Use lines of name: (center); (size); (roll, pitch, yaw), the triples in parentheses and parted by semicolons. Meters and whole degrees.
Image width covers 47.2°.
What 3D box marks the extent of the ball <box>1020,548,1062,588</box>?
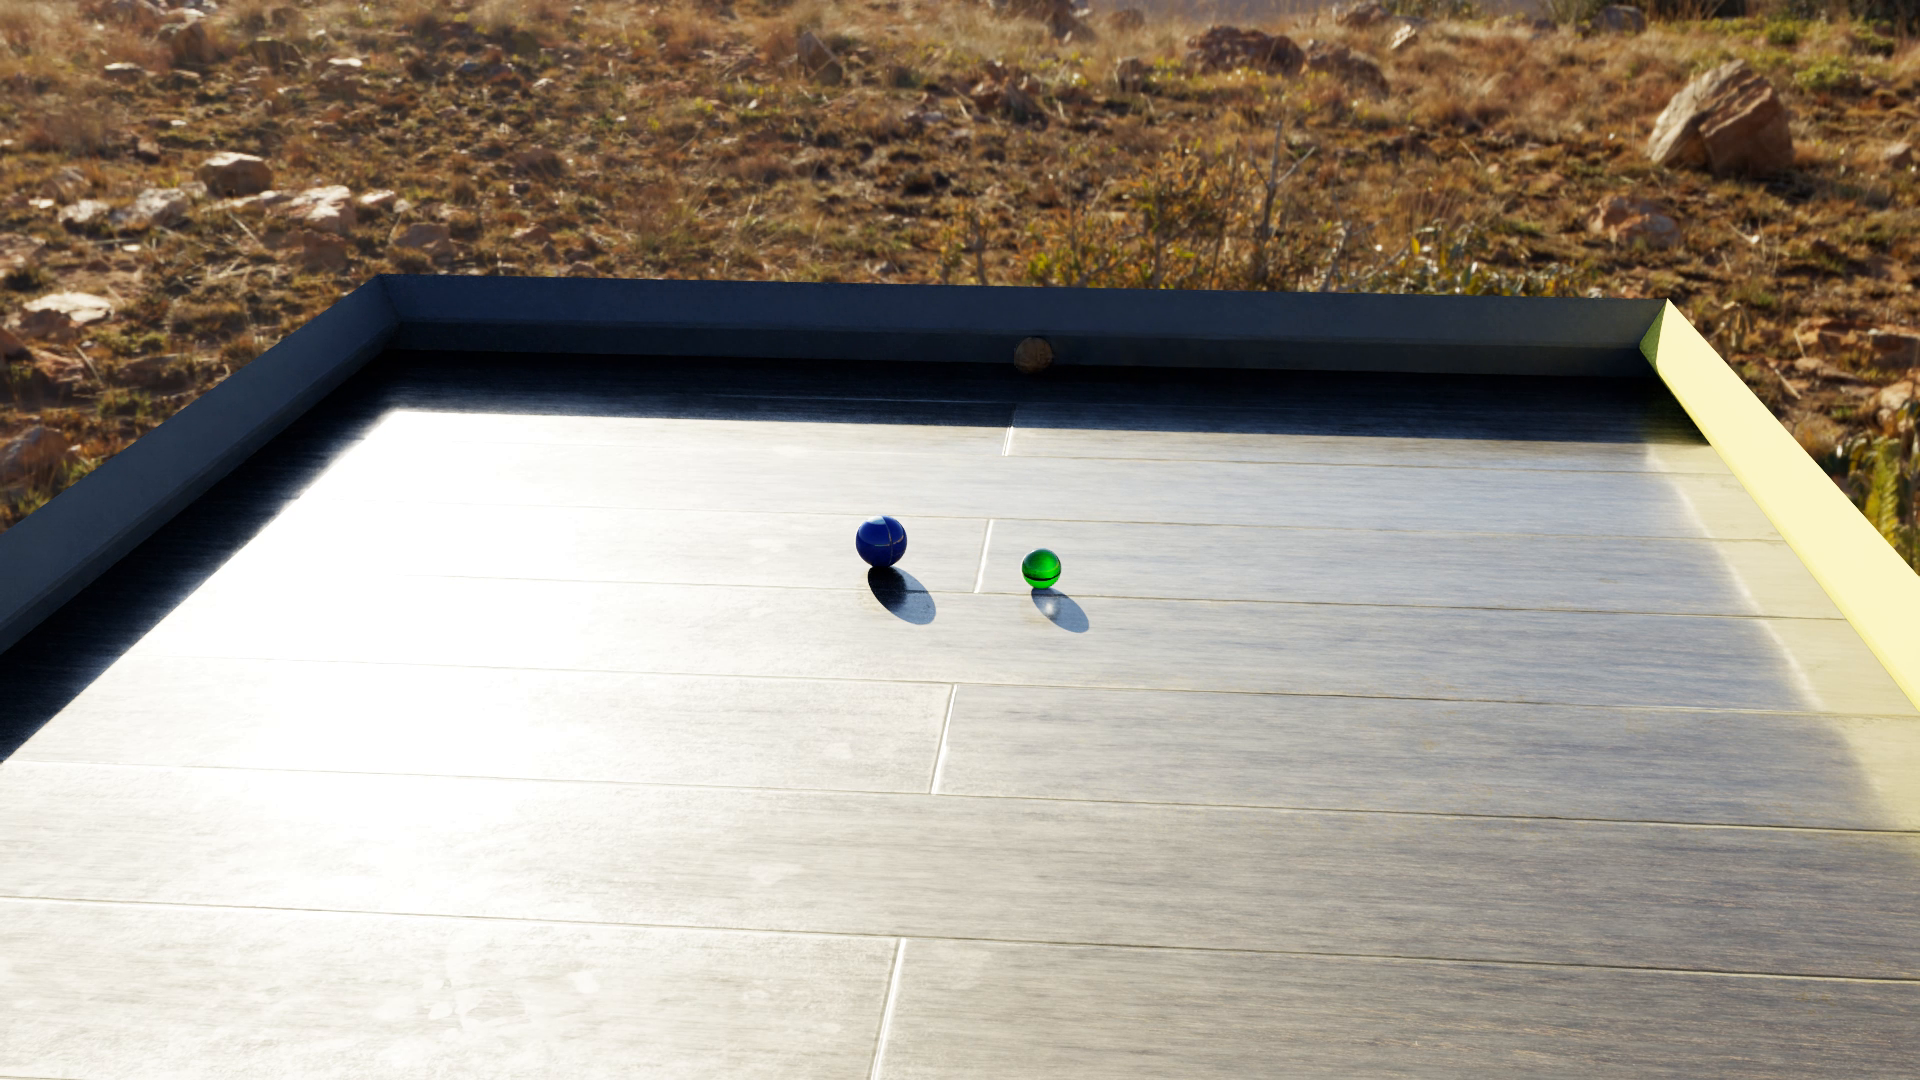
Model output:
ball: (0.091, 0.032, 2.465); (0.046, 0.046, 0.046); (0, 20, 0)

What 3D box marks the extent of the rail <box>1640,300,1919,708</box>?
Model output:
rail: (0.875, 0.293, 1.642); (0.045, 0.118, 3.463); (2, 20, 5)

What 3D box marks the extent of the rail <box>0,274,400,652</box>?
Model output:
rail: (-1.022, 0.238, 1.793); (0.045, 0.118, 3.463); (2, 20, 5)

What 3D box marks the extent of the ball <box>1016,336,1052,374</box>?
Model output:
ball: (0.111, -0.276, 3.289); (0.056, 0.056, 0.056); (0, 20, 0)

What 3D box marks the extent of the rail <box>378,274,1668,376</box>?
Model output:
rail: (0.071, -0.319, 3.316); (1.951, 0.118, 0.045); (2, 20, 5)

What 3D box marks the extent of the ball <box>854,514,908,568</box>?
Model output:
ball: (-0.091, 0.001, 2.525); (0.061, 0.061, 0.061); (0, 20, 0)
